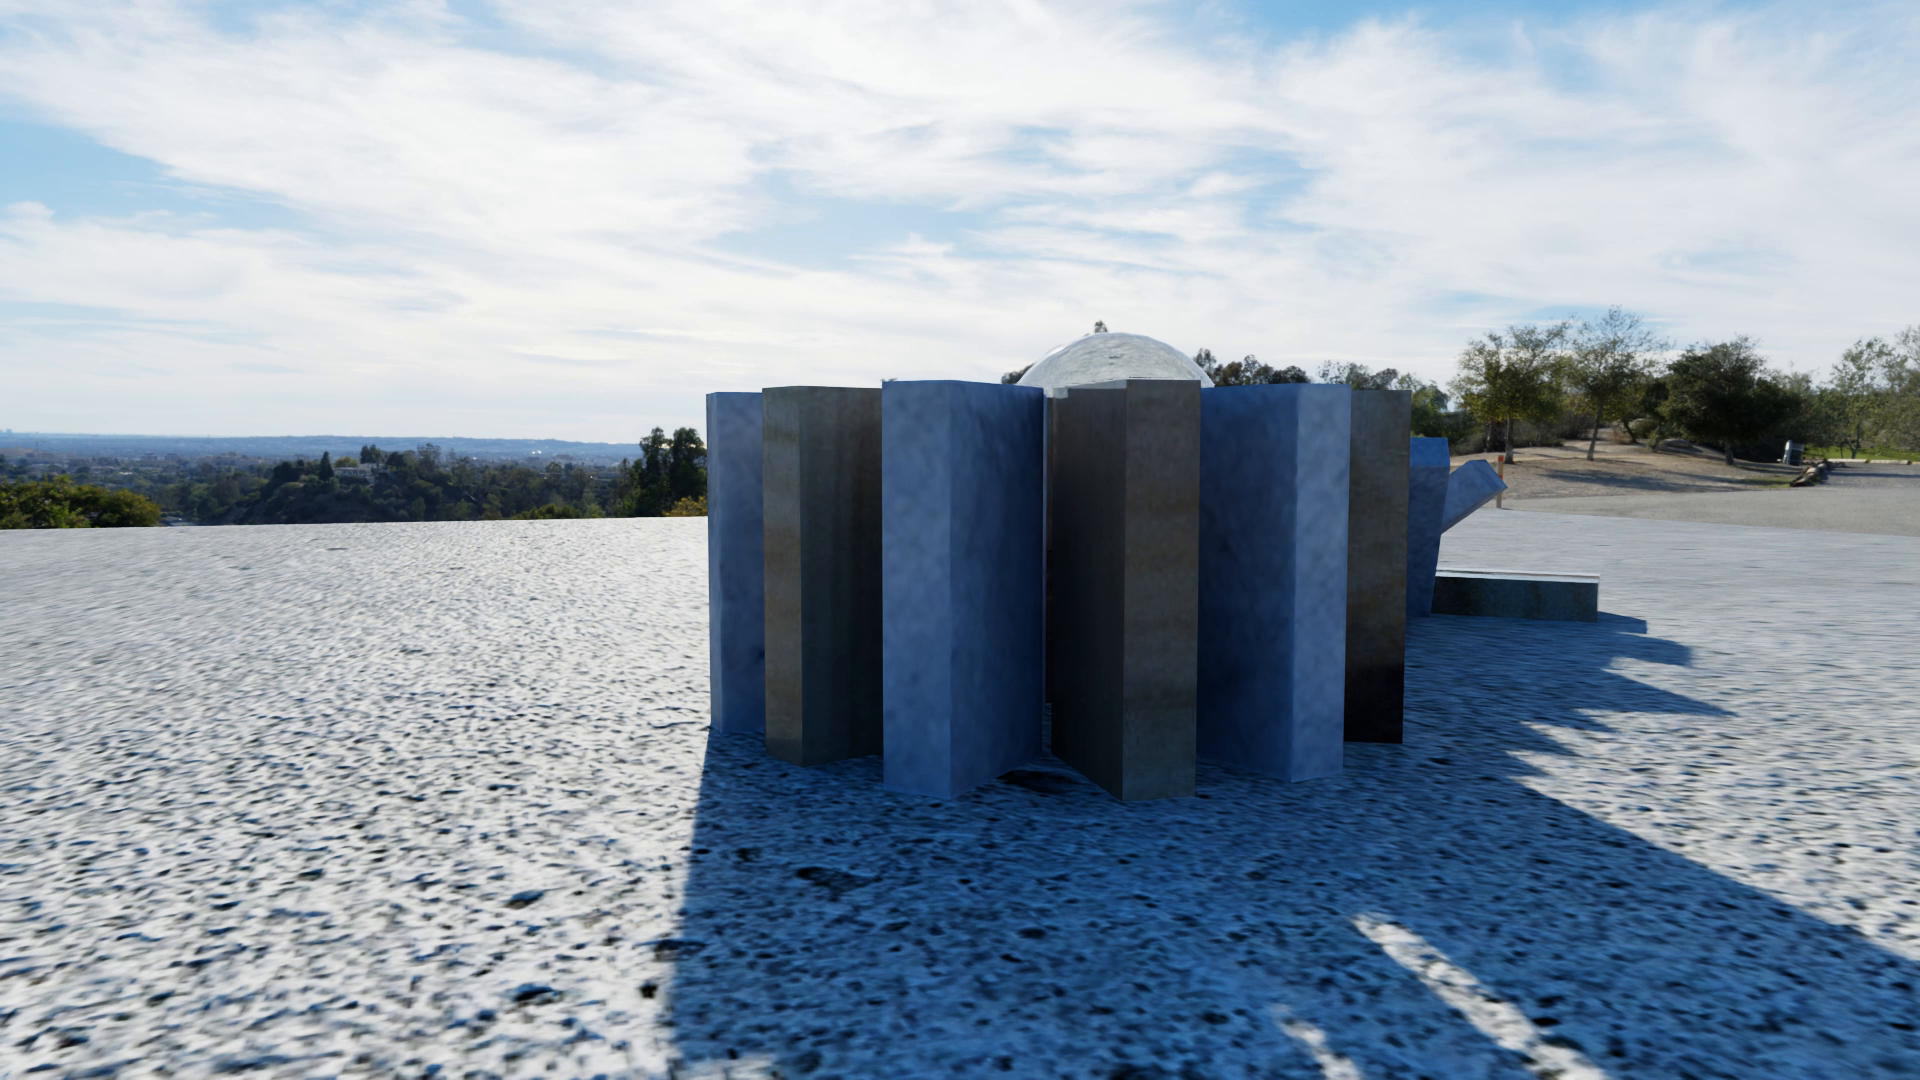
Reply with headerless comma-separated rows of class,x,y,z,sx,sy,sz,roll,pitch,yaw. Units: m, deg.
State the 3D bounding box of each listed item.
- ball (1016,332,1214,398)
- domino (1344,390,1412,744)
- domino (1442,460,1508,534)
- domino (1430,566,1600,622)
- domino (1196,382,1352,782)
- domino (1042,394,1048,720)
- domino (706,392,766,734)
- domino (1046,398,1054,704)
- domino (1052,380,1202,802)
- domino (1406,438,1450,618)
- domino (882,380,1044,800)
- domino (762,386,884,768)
ball,0.052,-0.030,0.435,0.080,0.080,0.080,0,4,0
domino,0.051,0.003,0.187,0.025,0.050,0.009,1,4,11
domino,0.119,-0.002,0.340,0.050,0.009,0.025,-41,-17,27
domino,0.135,0.013,0.327,0.050,0.010,0.025,2,5,27
domino,0.039,0.005,0.172,0.010,0.050,0.025,-3,5,-33
domino,0.001,0.002,0.201,0.025,0.050,0.010,0,4,-1
domino,-0.025,0.003,0.195,0.025,0.050,0.010,-2,5,-21
domino,0.006,0.001,0.218,0.025,0.050,0.010,3,5,38
domino,0.021,0.005,0.164,0.009,0.050,0.025,-1,4,-16
domino,0.100,-0.002,0.303,0.025,0.050,0.009,1,46,14
domino,0.001,0.005,0.165,0.009,0.050,0.025,2,5,30
domino,-0.014,0.004,0.178,0.025,0.050,0.009,-3,5,-39
